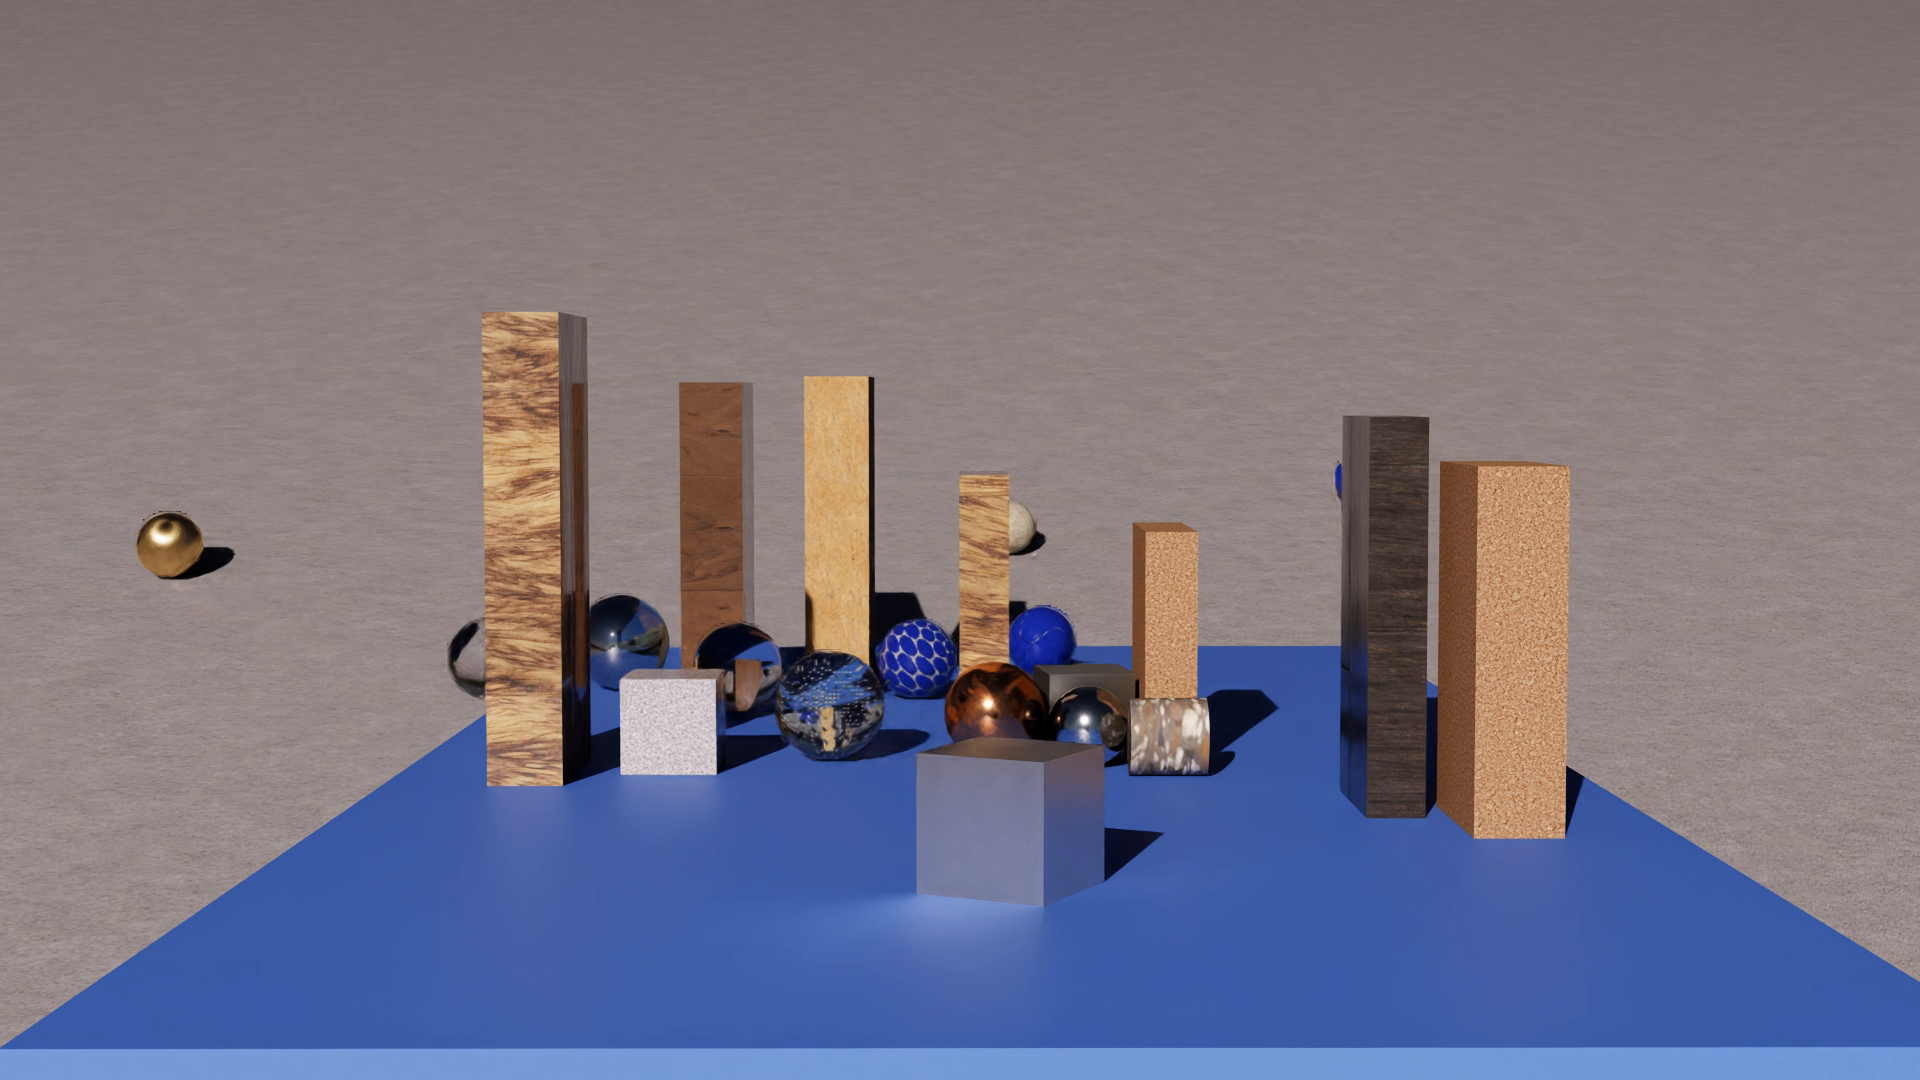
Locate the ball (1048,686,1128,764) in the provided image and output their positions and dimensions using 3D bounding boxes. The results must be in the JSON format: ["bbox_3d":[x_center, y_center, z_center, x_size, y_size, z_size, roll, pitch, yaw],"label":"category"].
[{"bbox_3d":[0.222,0.321,4.427,0.140,0.140,0.140,0,21,0],"label":"ball"}]

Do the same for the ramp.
[{"bbox_3d":[0.048,0.435,4.532,2.000,0.100,4.000,0,3,0],"label":"ramp"}]

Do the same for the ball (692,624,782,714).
[{"bbox_3d":[-0.447,0.258,5.168,0.181,0.181,0.181,0,21,0],"label":"ball"}]

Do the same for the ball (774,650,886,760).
[{"bbox_3d":[-0.228,0.290,4.506,0.193,0.193,0.193,0,21,0],"label":"ball"}]

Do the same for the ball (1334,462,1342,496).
[{"bbox_3d":[1.205,-0.186,7.807,0.140,0.140,0.140,0,21,0],"label":"ball"}]

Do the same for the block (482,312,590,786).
[{"bbox_3d":[-0.715,0.007,4.358,0.124,0.775,0.327,0,3,0],"label":"block"}]

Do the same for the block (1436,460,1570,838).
[{"bbox_3d":[0.809,0.155,3.846,0.132,0.538,0.289,0,3,0],"label":"block"}]

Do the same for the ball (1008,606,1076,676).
[{"bbox_3d":[0.184,0.231,5.836,0.157,0.157,0.157,0,21,0],"label":"ball"}]

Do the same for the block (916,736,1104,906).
[{"bbox_3d":[0.067,0.363,3.346,0.182,0.182,0.182,2,4,28],"label":"block"}]

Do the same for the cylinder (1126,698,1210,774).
[{"bbox_3d":[0.350,0.332,4.334,0.130,0.130,0.130,0,21,0],"label":"cylinder"}]

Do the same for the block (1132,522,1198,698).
[{"bbox_3d":[0.361,0.180,4.553,0.089,0.407,0.324,0,3,0],"label":"block"}]

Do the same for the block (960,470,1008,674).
[{"bbox_3d":[0.042,0.127,4.687,0.087,0.498,0.274,0,3,0],"label":"block"}]

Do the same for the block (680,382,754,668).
[{"bbox_3d":[-0.542,-0.019,5.755,0.136,0.666,0.313,0,3,0],"label":"block"}]

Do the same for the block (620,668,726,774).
[{"bbox_3d":[-0.492,0.311,4.419,0.162,0.162,0.162,0,3,0],"label":"block"}]

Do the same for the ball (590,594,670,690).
[{"bbox_3d":[-0.734,0.222,5.577,0.206,0.206,0.206,0,21,0],"label":"ball"}]

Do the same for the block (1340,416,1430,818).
[{"bbox_3d":[0.660,0.111,4.011,0.090,0.607,0.271,0,3,0],"label":"block"}]

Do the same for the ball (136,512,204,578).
[{"bbox_3d":[-2.218,0.015,7.214,0.182,0.182,0.182,0,21,0],"label":"ball"}]

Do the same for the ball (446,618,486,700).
[{"bbox_3d":[-1.104,0.278,6.019,0.194,0.194,0.194,0,21,0],"label":"ball"}]

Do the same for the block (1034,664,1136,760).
[{"bbox_3d":[0.220,0.306,4.575,0.153,0.153,0.153,-1,3,-9],"label":"block"}]

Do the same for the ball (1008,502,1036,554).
[{"bbox_3d":[0.143,-0.035,7.395,0.149,0.149,0.149,0,21,0],"label":"ball"}]

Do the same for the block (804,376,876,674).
[{"bbox_3d":[-0.259,-0.015,5.590,0.134,0.678,0.400,0,3,0],"label":"block"}]

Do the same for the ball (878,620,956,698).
[{"bbox_3d":[-0.091,0.251,5.407,0.167,0.167,0.167,0,21,0],"label":"ball"}]

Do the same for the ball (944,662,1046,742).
[{"bbox_3d":[0.061,0.300,4.472,0.177,0.177,0.177,0,21,0],"label":"ball"}]
